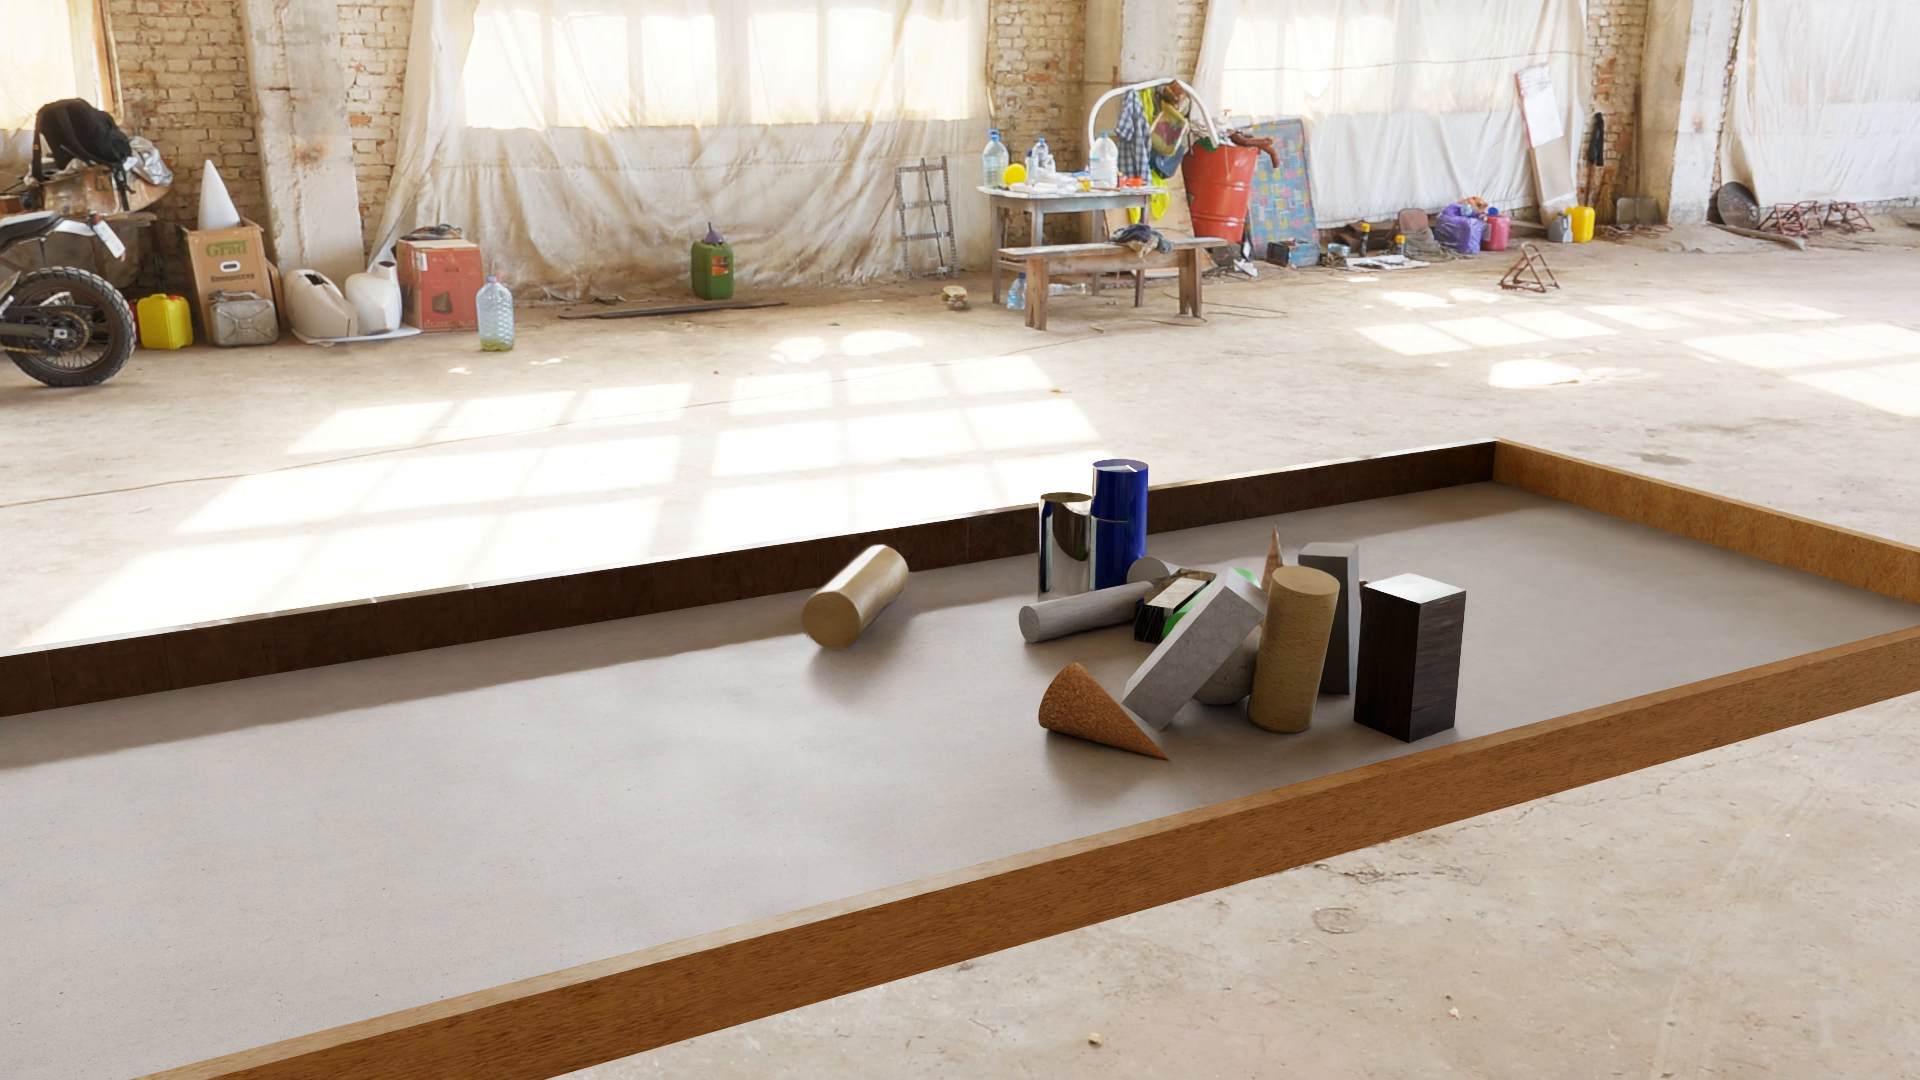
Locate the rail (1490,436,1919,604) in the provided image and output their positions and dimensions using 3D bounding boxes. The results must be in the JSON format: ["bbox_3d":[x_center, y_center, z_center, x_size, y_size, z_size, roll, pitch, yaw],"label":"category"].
[{"bbox_3d":[2.466,-0.048,5.253,0.050,0.150,2.100,-9,18,-27],"label":"rail"}]

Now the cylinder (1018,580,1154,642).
[{"bbox_3d":[0.354,0.194,4.514,0.400,0.102,0.102,-10,19,-31],"label":"cylinder"}]

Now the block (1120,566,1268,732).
[{"bbox_3d":[0.540,0.252,3.801,0.114,0.390,0.114,37,26,-3],"label":"block"}]

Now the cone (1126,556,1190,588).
[{"bbox_3d":[0.630,0.105,4.878,0.136,0.136,0.363,9,8,29],"label":"cone"}]

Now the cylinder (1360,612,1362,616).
[{"bbox_3d":[0.922,0.250,4.291,0.413,0.120,0.120,-2,16,-7],"label":"cylinder"}]

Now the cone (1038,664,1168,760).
[{"bbox_3d":[0.353,0.428,3.754,0.311,0.171,0.171,29,30,30],"label":"cone"}]

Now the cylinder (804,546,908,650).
[{"bbox_3d":[-0.282,0.152,4.552,0.160,0.160,0.444,4,17,14],"label":"cylinder"}]

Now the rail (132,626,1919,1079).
[{"bbox_3d":[-2.336,1.006,1.665,12.000,0.150,0.050,-9,18,-27],"label":"rail"}]

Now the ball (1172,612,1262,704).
[{"bbox_3d":[0.622,0.275,3.984,0.246,0.246,0.246,0,16,0],"label":"ball"}]

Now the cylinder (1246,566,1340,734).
[{"bbox_3d":[0.769,0.254,3.819,0.154,0.359,0.154,5,23,-2],"label":"cylinder"}]

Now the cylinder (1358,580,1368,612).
[{"bbox_3d":[0.952,0.193,4.457,0.331,0.136,0.136,-7,18,-22],"label":"cylinder"}]

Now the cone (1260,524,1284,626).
[{"bbox_3d":[0.778,0.154,4.089,0.166,0.410,0.166,-2,18,1],"label":"cone"}]

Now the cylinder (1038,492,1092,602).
[{"bbox_3d":[0.291,0.046,4.587,0.145,0.338,0.145,0,14,0],"label":"cylinder"}]

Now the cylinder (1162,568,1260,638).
[{"bbox_3d":[0.684,0.199,4.432,0.139,0.139,0.423,8,18,26],"label":"cylinder"}]

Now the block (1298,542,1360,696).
[{"bbox_3d":[0.910,0.192,4.064,0.120,0.351,0.120,3,16,25],"label":"block"}]

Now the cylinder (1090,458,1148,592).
[{"bbox_3d":[0.463,-0.037,4.820,0.164,0.372,0.164,0,16,0],"label":"cylinder"}]

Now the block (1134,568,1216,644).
[{"bbox_3d":[0.597,0.182,4.549,0.106,0.106,0.351,8,18,26],"label":"block"}]

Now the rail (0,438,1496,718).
[{"bbox_3d":[-3.305,0.497,3.399,12.000,0.150,0.050,-9,18,-27],"label":"rail"}]

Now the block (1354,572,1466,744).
[{"bbox_3d":[1.044,0.271,3.833,0.163,0.337,0.163,-12,20,-35],"label":"block"}]
